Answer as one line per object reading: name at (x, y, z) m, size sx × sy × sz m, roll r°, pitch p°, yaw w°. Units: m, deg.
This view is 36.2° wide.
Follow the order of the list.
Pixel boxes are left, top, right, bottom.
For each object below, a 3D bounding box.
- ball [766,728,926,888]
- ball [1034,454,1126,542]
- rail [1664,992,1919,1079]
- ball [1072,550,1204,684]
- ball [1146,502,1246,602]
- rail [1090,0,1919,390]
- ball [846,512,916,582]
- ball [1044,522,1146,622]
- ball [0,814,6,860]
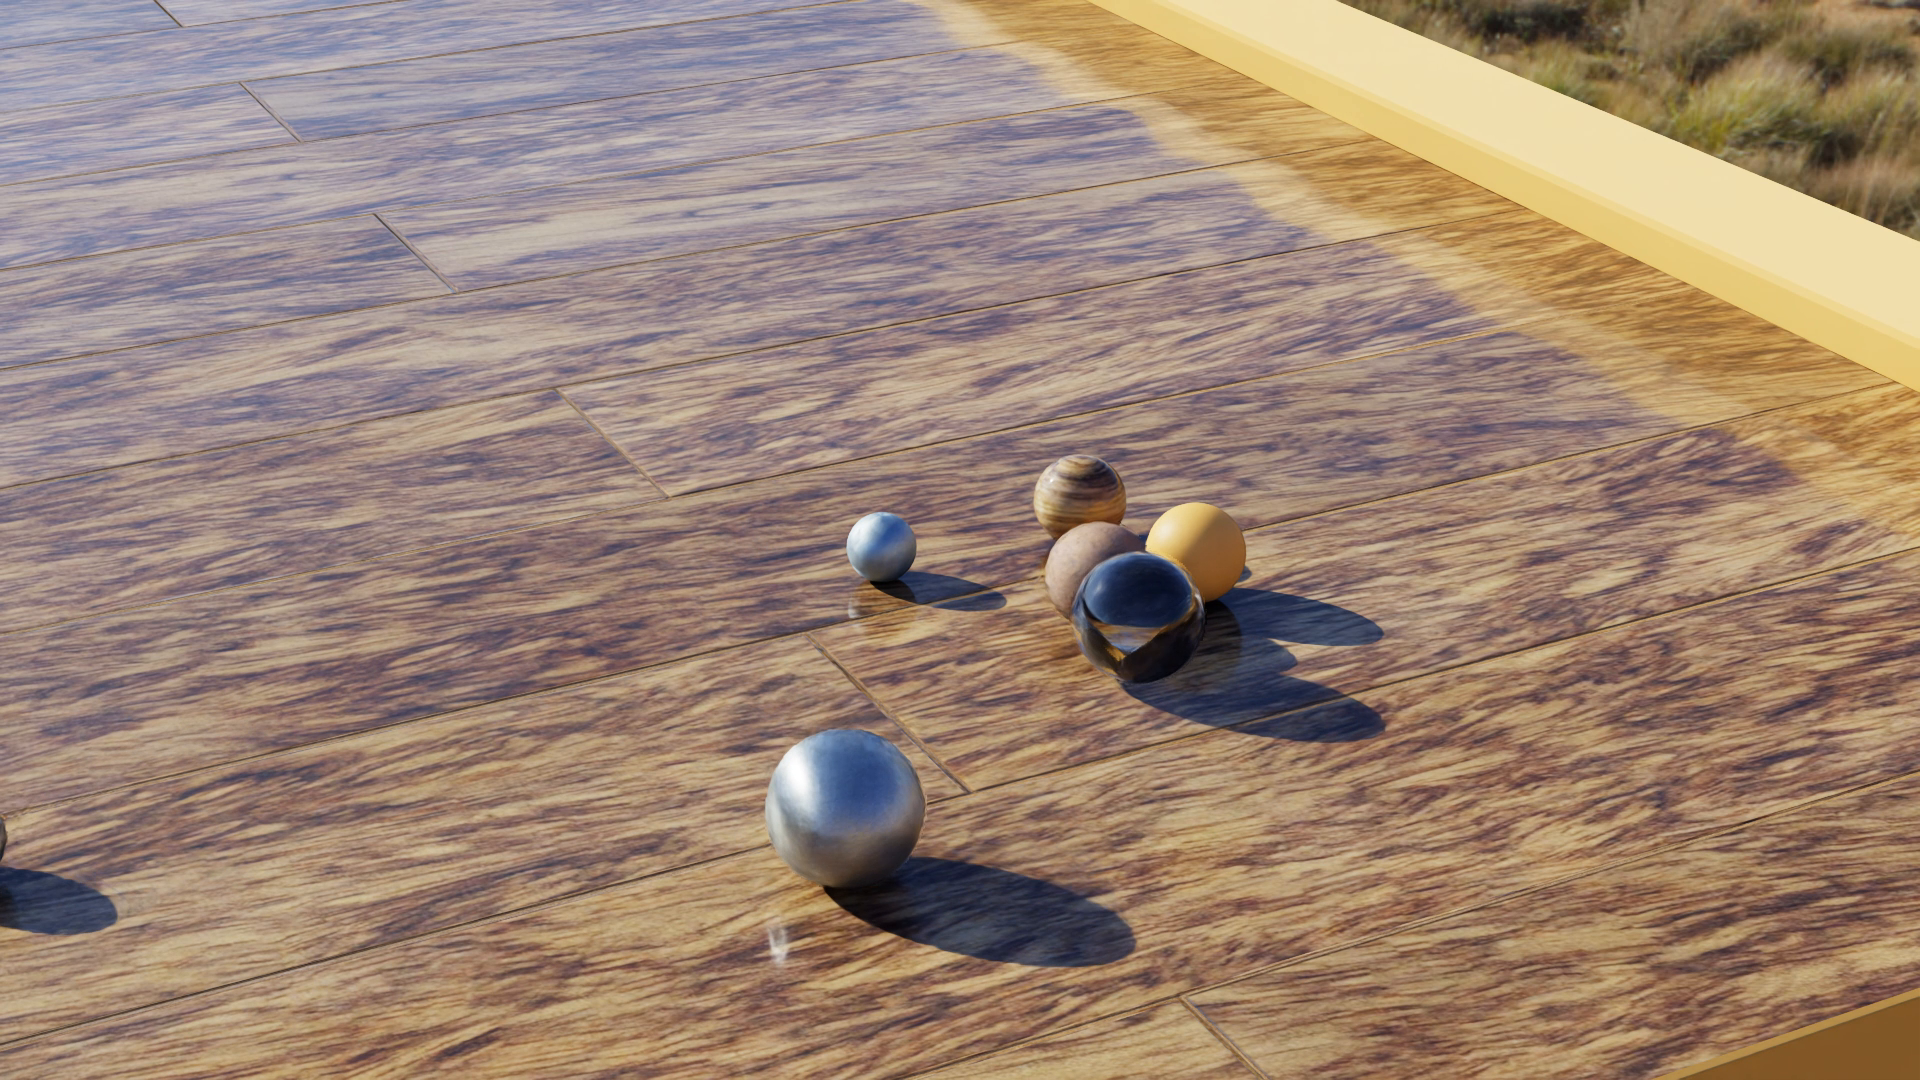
ball at (-0.067, 0.157, 1.726) m, size 0.094 × 0.094 × 0.094 m, roll 0°, pitch 25°, yaw 0°
ball at (0.088, -0.029, 2.150) m, size 0.068 × 0.068 × 0.068 m, roll 0°, pitch 25°, yaw 0°
rail at (0.368, 0.283, 1.424) m, size 1.747 × 0.122 × 0.045 m, roll -12°, pitch 28°, yaw -24°
ball at (0.119, 0.051, 1.956) m, size 0.088 × 0.088 × 0.088 m, roll 0°, pitch 25°, yaw 0°
ball at (0.166, 0.009, 2.066) m, size 0.071 × 0.071 × 0.071 m, roll 0°, pitch 25°, yaw 0°
rail at (0.376, -0.502, 3.089) m, size 0.045 × 0.122 × 3.315 m, roll -12°, pitch 28°, yaw -24°
ball at (-0.056, 0.005, 2.099) m, size 0.050 × 0.050 × 0.050 m, roll 0°, pitch 25°, yaw 0°
ball at (0.096, 0.024, 2.030) m, size 0.074 × 0.074 × 0.074 m, roll 0°, pitch 25°, yaw 0°
ball at (-0.590, 0.176, 1.729) m, size 0.057 × 0.057 × 0.057 m, roll 0°, pitch 25°, yaw 0°
